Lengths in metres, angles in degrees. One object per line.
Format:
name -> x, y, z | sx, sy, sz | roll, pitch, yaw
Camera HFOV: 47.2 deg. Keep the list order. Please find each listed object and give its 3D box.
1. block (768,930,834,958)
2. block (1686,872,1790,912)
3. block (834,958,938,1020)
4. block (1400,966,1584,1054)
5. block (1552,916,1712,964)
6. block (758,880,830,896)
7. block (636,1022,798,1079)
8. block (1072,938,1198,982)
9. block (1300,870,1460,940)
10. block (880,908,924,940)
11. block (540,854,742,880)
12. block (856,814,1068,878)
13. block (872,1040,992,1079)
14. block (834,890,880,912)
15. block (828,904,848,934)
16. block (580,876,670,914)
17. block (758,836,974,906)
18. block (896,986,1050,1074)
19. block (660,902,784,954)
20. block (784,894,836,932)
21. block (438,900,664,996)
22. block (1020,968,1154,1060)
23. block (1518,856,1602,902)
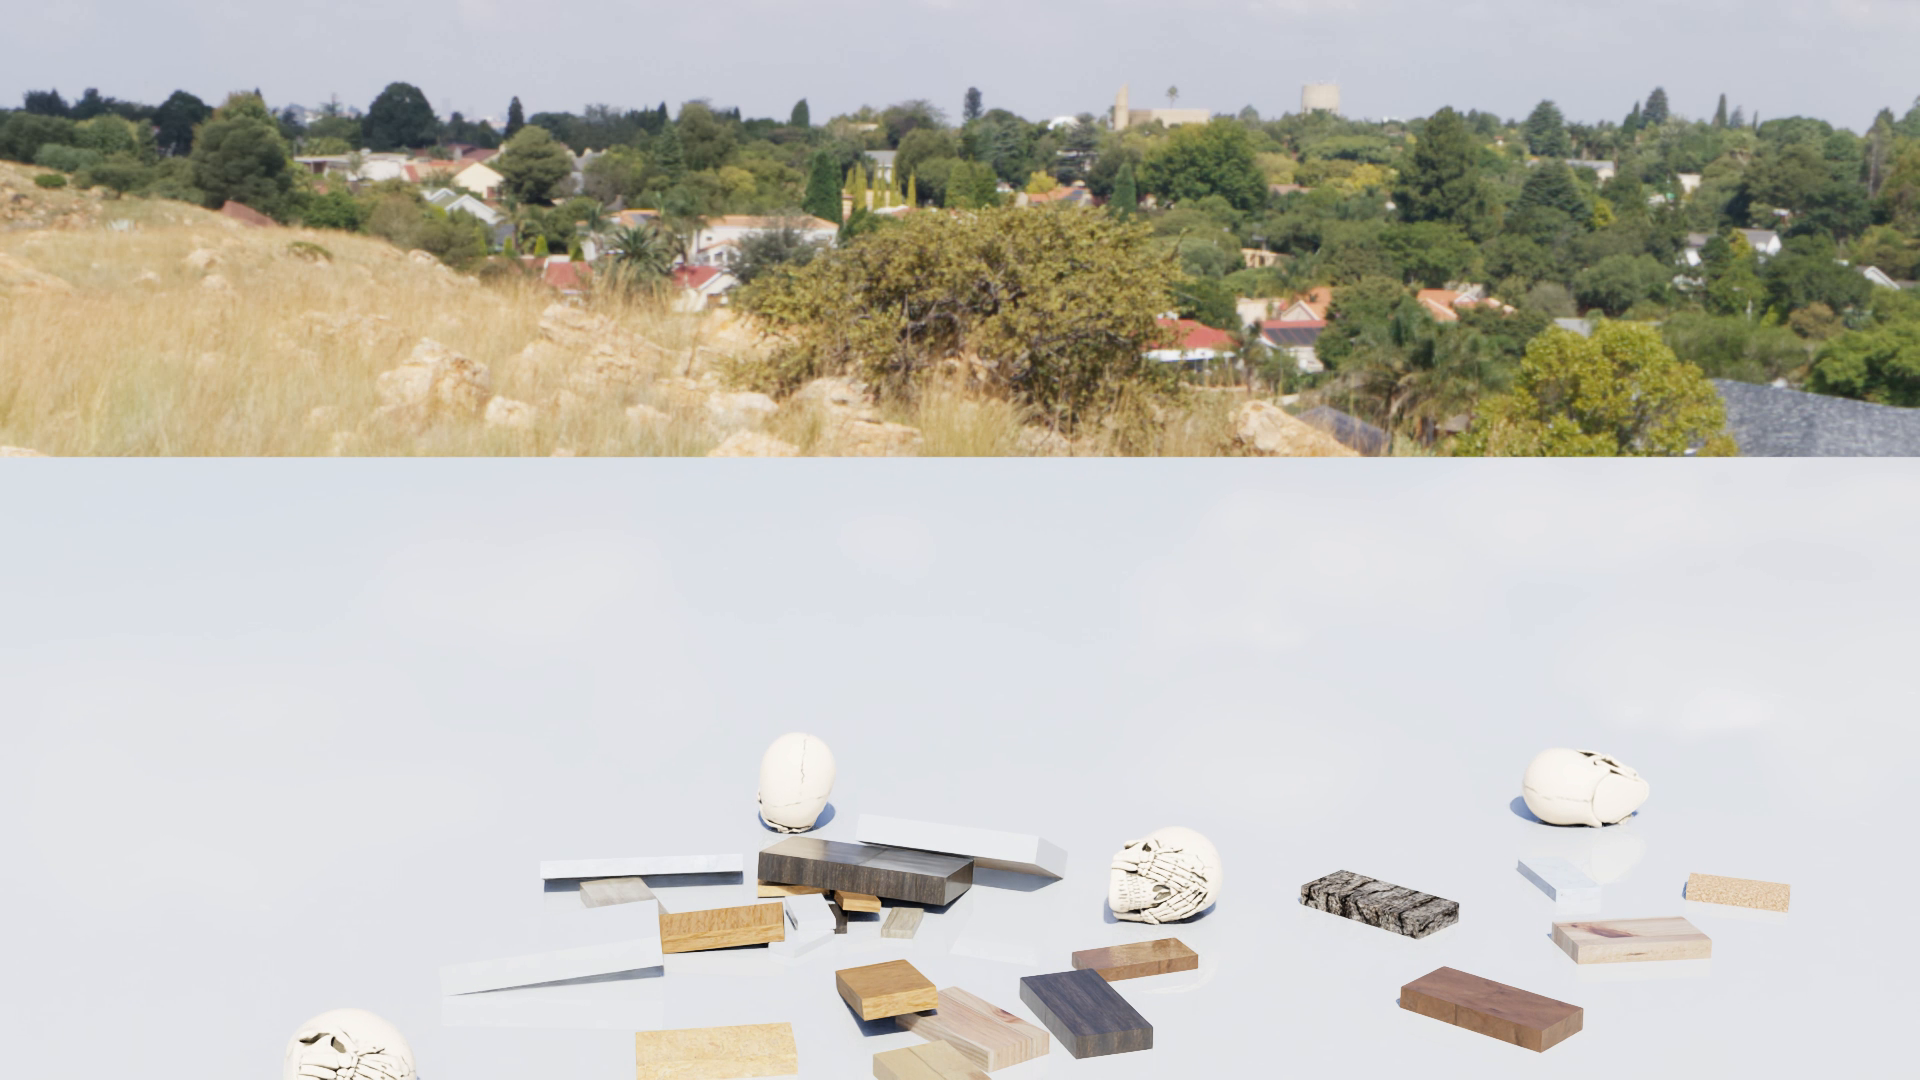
block -> -0.247, 0.626, 3.433 | 0.050, 0.014, 0.101 | 7, 13, 34
block -> 1.289, 0.583, 3.643 | 0.158, 0.022, 0.079 | 4, 11, 22
block -> -0.107, 0.645, 3.162 | 0.107, 0.030, 0.213 | -7, 1, -13
block -> 0.760, 0.670, 3.149 | 0.229, 0.032, 0.114 | 10, 15, 44
block -> 1.042, 0.621, 3.418 | 0.213, 0.030, 0.107 | -1, 11, -7
block -> -0.279, 0.578, 3.677 | 0.120, 0.017, 0.060 | -1, 7, -5
block -> -0.333, 0.699, 2.998 | 0.214, 0.030, 0.107 | -2, 11, -9
block -> 0.266, 0.639, 3.343 | 0.175, 0.022, 0.079 | -4, 11, -20
block -> 0.681, 0.591, 3.575 | 0.114, 0.032, 0.229 | -10, 15, -44
block -> -0.092, 0.612, 3.513 | 0.050, 0.014, 0.101 | 2, 11, 9
block -> -0.534, 0.552, 3.707 | 0.334, 0.028, 0.099 | -1, -11, -7
block -> 0.003, 0.520, 3.736 | 0.324, 0.046, 0.162 | 4, -15, 22
block -> 0.035, 0.740, 2.779 | 0.107, 0.030, 0.466 | -5, 12, -26
block -> -0.167, 0.584, 3.569 | 0.060, 0.017, 0.120 | 6, -2, -10
block -> -0.205, 0.608, 3.532 | 0.050, 0.014, 0.101 | 0, 11, -2
block -> -0.546, 0.594, 3.571 | 0.099, 0.028, 0.197 | -4, 11, -22
block -> -0.156, 0.550, 3.668 | 0.324, 0.046, 0.162 | 5, 4, 16
block -> 0.016, 0.684, 3.081 | 0.107, 0.030, 0.214 | -8, 13, -37
block -> -0.375, 0.608, 3.451 | 0.197, 0.028, 0.099 | -6, 11, -4
block -> -0.240, 0.595, 3.516 | 0.060, 0.017, 0.120 | -3, 11, -14
block -> -0.616, 0.615, 3.330 | 0.324, 0.046, 0.162 | -7, 11, -8
block -> 0.178, 0.673, 3.134 | 0.114, 0.032, 0.229 | -3, 11, -18
block -> 1.009, 0.572, 3.706 | 0.079, 0.022, 0.158 | -2, 11, -9
